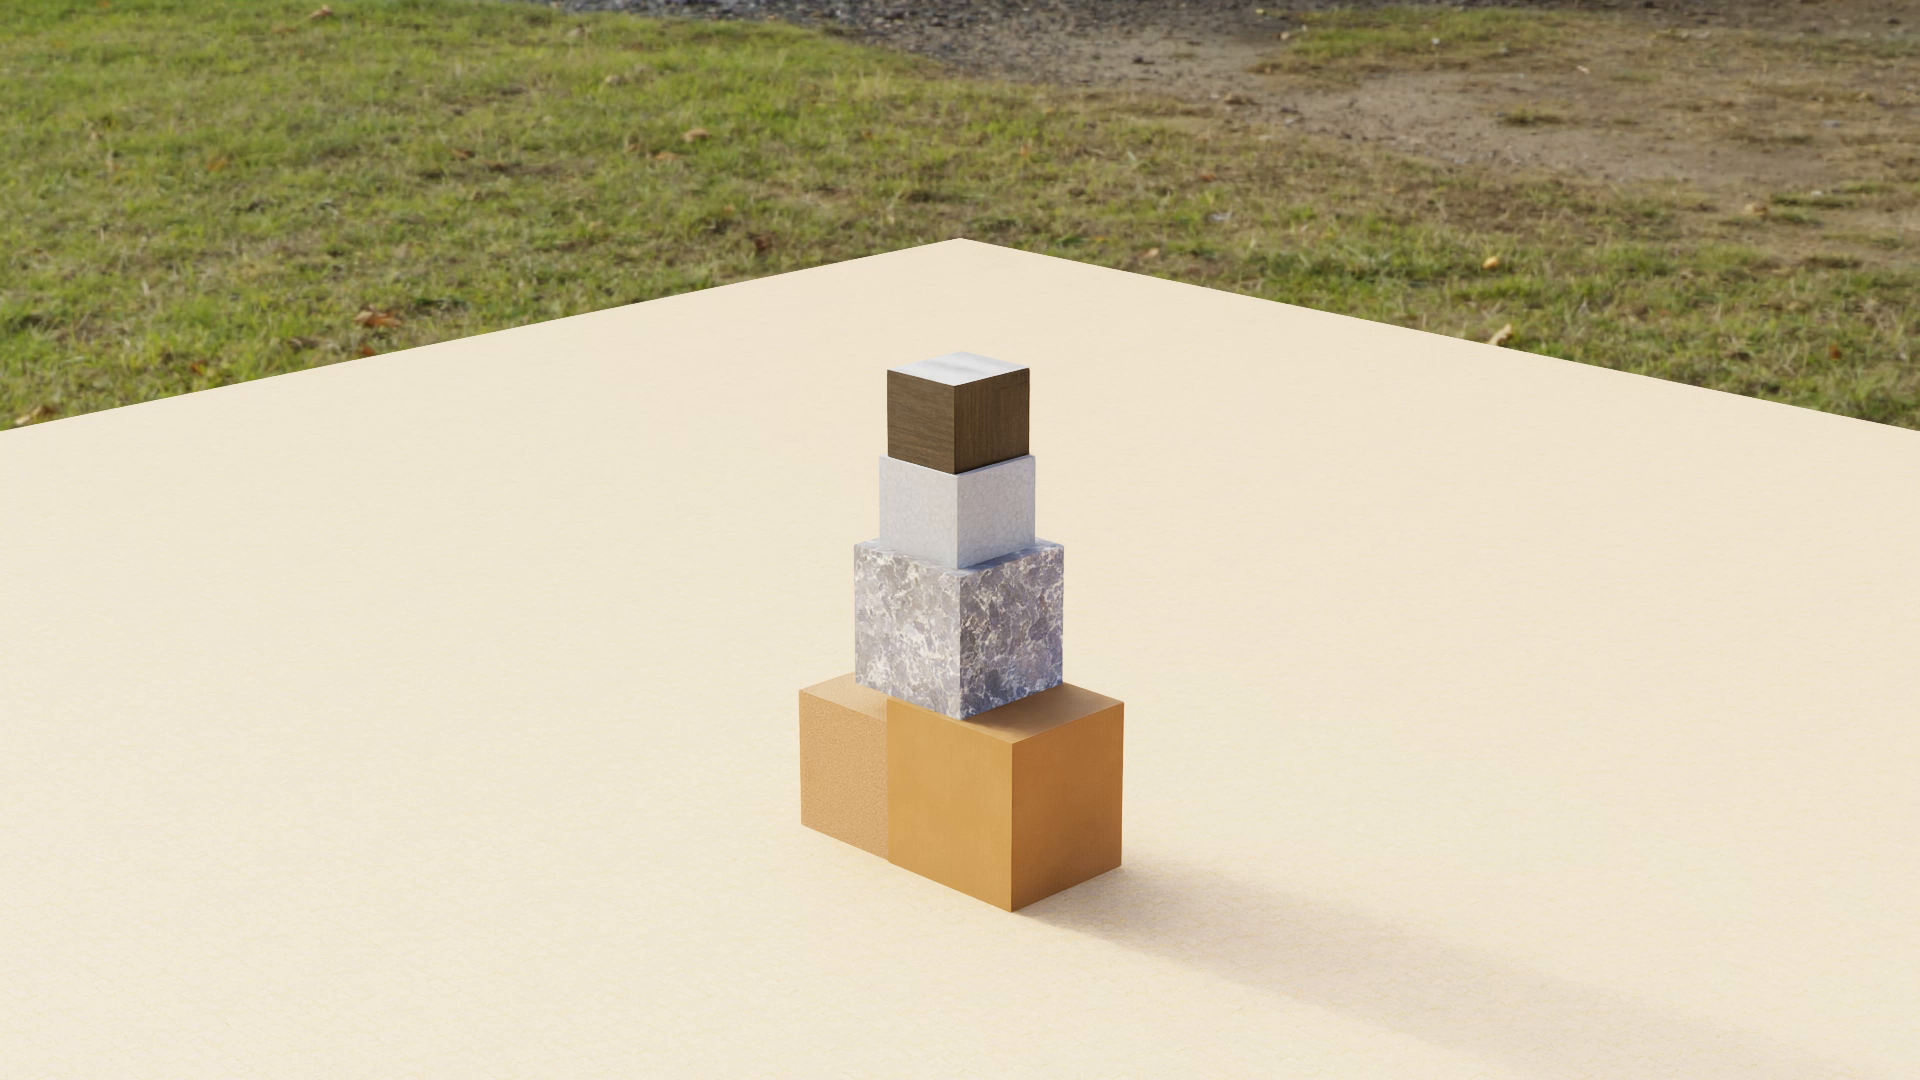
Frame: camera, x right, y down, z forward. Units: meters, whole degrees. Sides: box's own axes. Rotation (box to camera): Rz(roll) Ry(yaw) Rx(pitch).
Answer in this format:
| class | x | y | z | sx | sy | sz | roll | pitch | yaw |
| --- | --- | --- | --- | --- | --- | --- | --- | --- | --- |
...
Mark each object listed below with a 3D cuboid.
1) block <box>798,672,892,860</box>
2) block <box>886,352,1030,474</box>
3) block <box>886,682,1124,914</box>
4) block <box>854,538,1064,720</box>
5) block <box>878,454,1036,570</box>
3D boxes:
| class | x | y | z | sx | sy | sz | roll | pitch | yaw |
| --- | --- | --- | --- | --- | --- | --- | --- | --- | --- |
| block | -0.293 | 1.022 | 13.950 | 0.713 | 0.686 | 0.606 | -17 | 24 | -42 |
| block | -0.007 | -0.575 | 13.154 | 0.480 | 0.405 | 0.426 | -17 | 24 | -42 |
| block | 0.207 | 1.114 | 13.452 | 0.735 | 0.808 | 0.792 | -17 | 24 | -42 |
| block | -0.005 | 0.342 | 13.444 | 0.672 | 0.670 | 0.682 | -17 | 24 | -42 |
| block | -0.012 | -0.178 | 13.273 | 0.501 | 0.424 | 0.500 | -17 | 24 | -42 |
